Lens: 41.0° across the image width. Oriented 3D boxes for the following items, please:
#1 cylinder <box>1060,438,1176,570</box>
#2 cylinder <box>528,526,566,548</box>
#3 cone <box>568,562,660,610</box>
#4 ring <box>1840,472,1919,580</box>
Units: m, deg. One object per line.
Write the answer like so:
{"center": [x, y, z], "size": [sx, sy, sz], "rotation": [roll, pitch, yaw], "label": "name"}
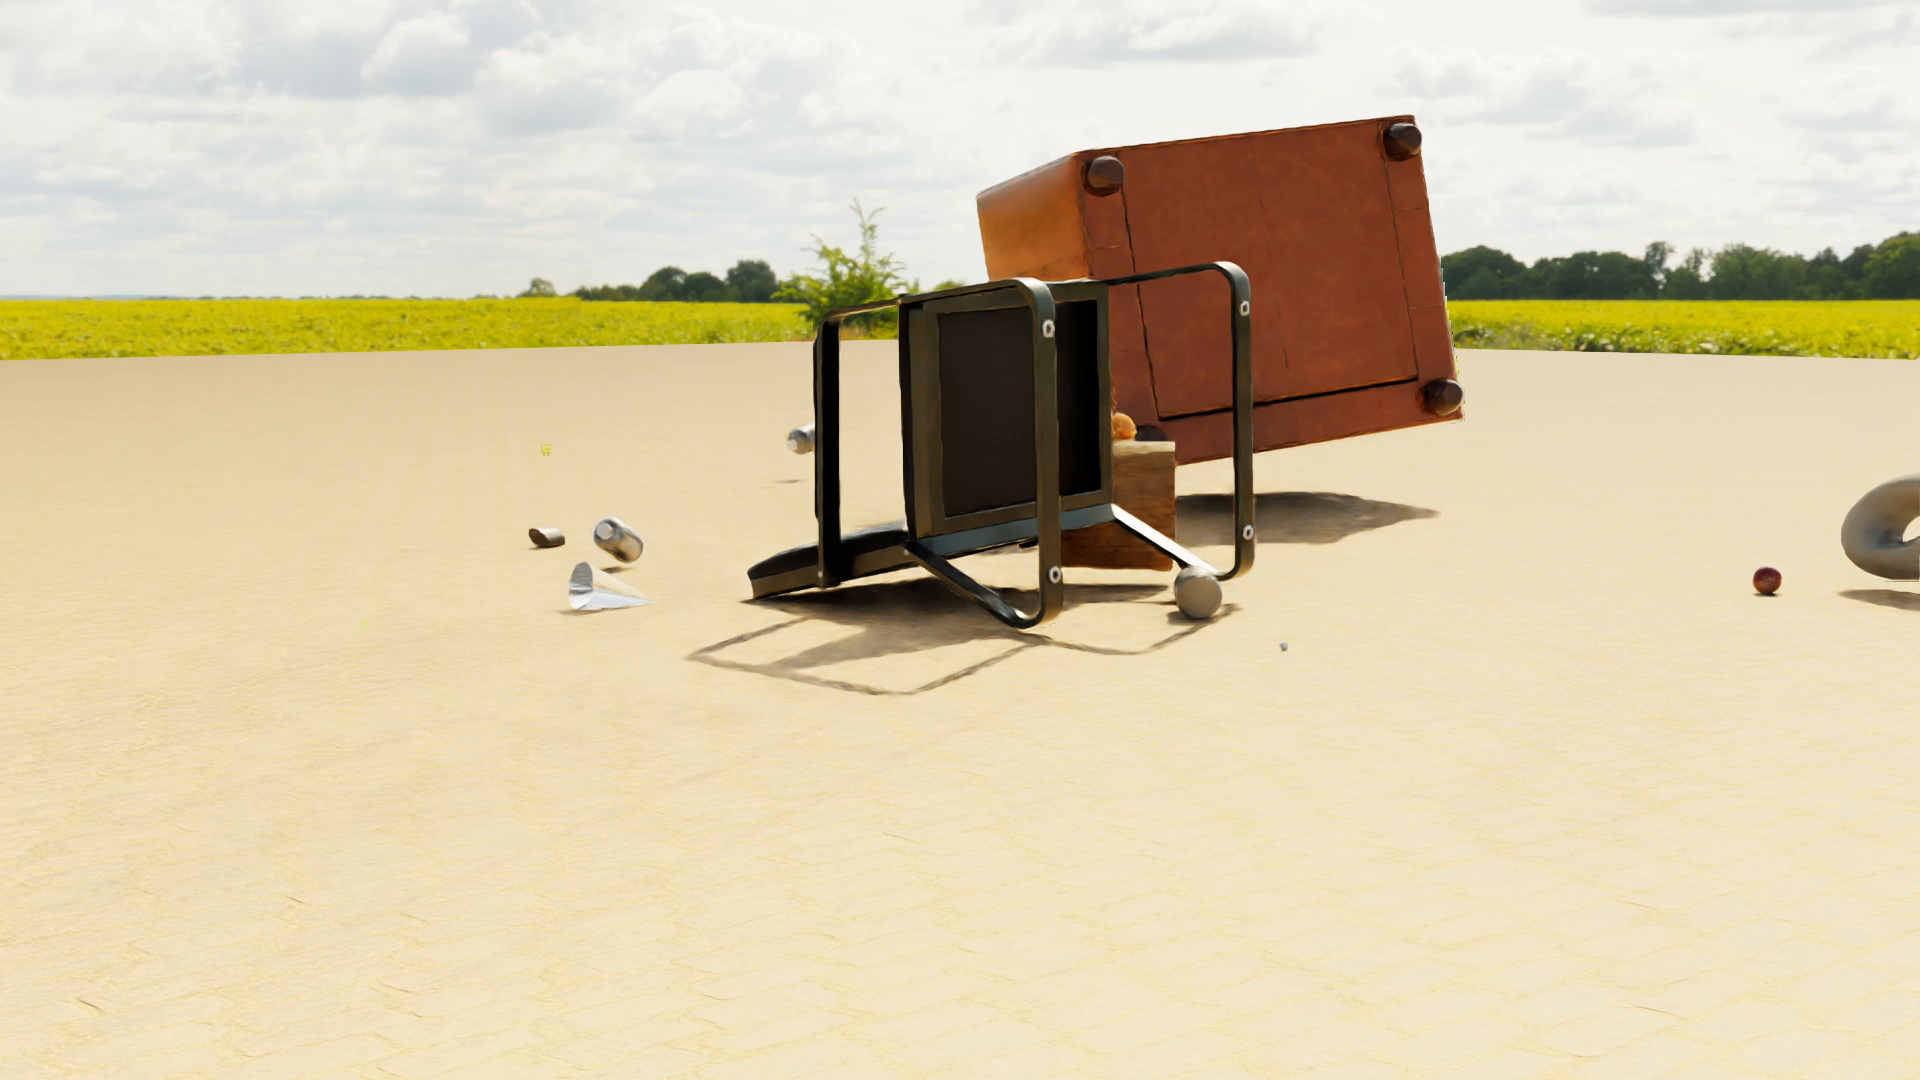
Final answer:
{"center": [0.340, -0.076, 5.517], "size": [0.237, 0.283, 0.175], "rotation": [2, -12, 2], "label": "cylinder"}
{"center": [-1.006, -0.008, 6.250], "size": [0.069, 0.036, 0.070], "rotation": [39, 20, 18], "label": "cylinder"}
{"center": [-0.677, 0.109, 5.123], "size": [0.182, 0.094, 0.111], "rotation": [14, 23, -35], "label": "cone"}
{"center": [1.987, -0.029, 5.318], "size": [0.132, 0.220, 0.356], "rotation": [16, -19, -28], "label": "ring"}
